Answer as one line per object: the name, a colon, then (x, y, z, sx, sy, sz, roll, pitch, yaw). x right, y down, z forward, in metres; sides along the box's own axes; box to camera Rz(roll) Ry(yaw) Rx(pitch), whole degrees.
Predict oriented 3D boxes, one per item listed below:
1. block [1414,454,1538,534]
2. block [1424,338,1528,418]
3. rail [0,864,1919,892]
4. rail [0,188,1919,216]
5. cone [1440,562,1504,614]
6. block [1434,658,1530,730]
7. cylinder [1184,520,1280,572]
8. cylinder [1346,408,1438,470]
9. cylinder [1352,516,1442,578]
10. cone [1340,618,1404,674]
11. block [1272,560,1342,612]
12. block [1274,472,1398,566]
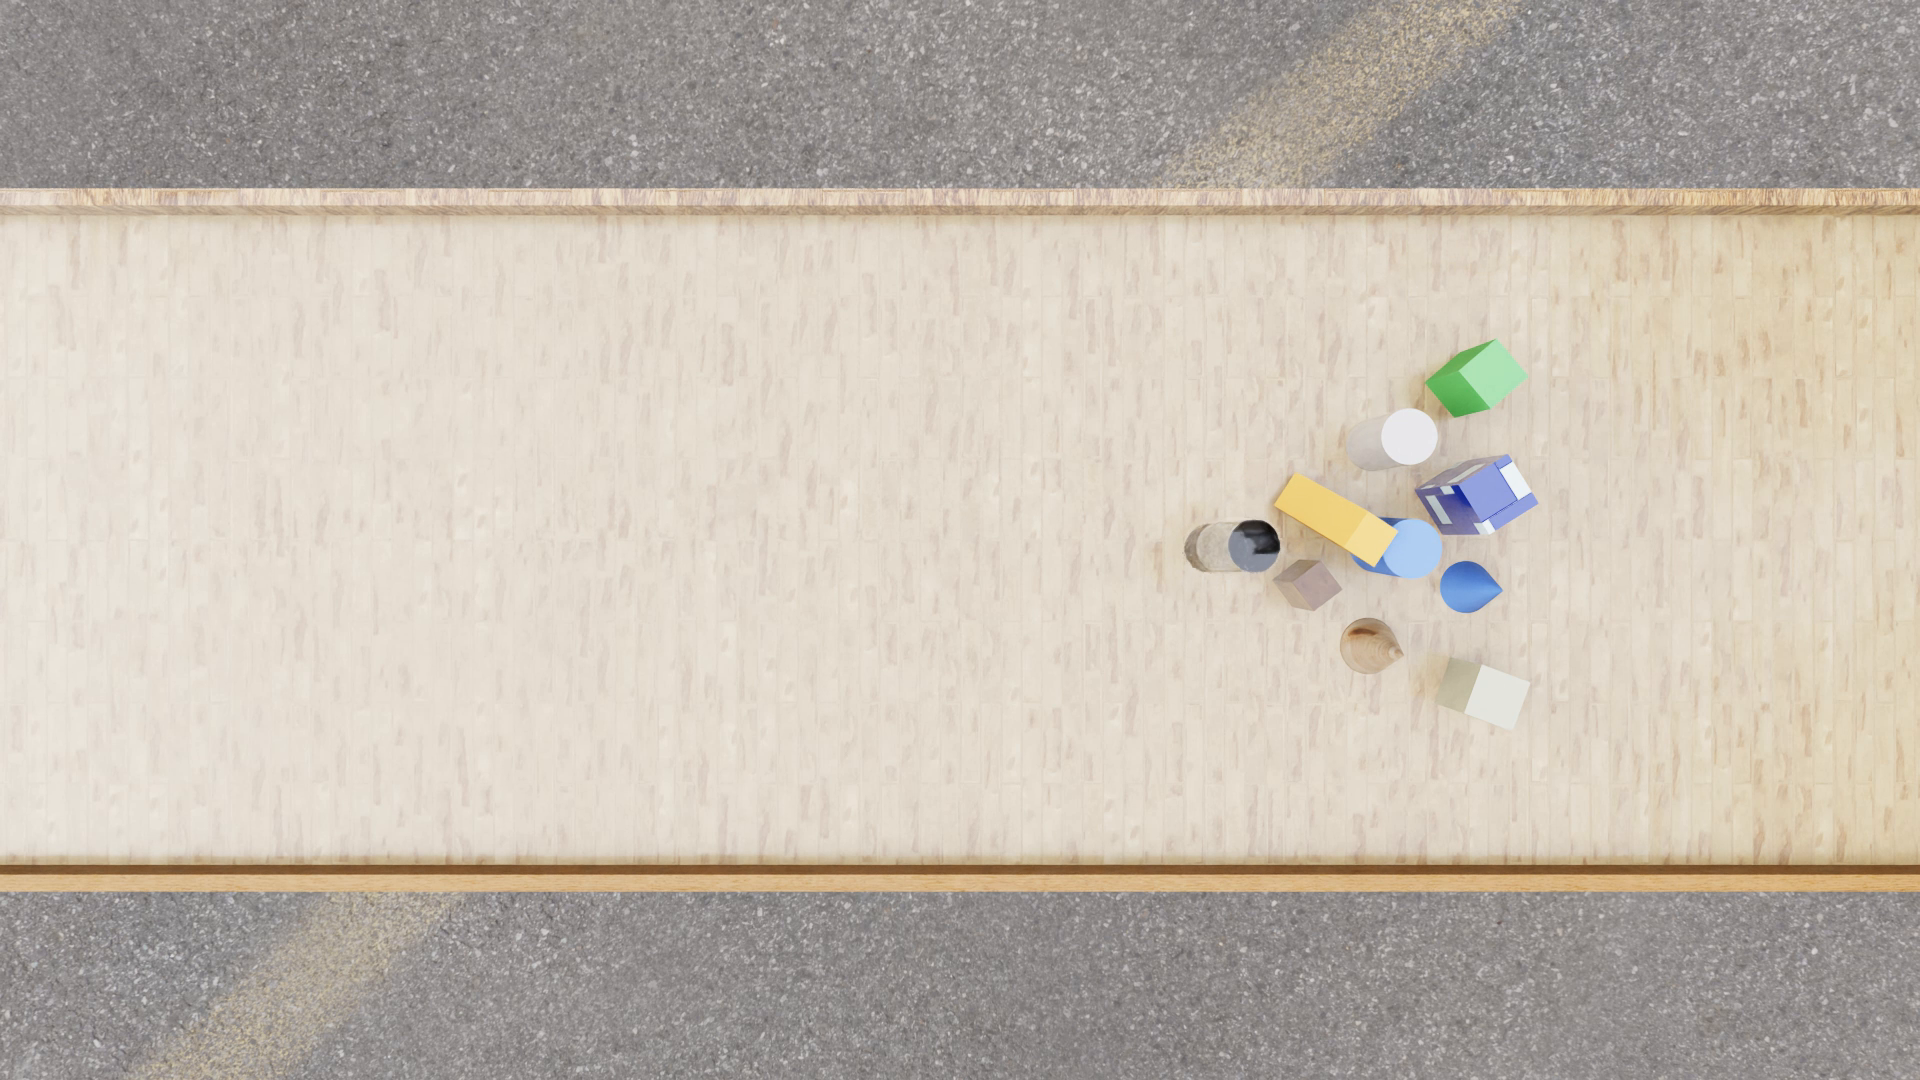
block: (1.511, -0.128, 4.851, 0.164, 0.451, 0.164, -32, 90, 0)
block: (1.530, -0.477, 4.902, 0.143, 0.349, 0.143, -40, 90, 0)
rail: (-2.247, 1.025, 5.001, 12.000, 0.150, 0.050, 0, 90, 0)
rail: (-2.247, -1.025, 5.002, 12.000, 0.150, 0.050, 0, 90, 0)
cone: (1.558, 0.145, 4.901, 0.161, 0.351, 0.161, 0, 90, 0)
block: (1.555, 0.457, 4.924, 0.150, 0.304, 0.150, 20, 90, 0)
cylinder: (0.794, 0.021, 4.842, 0.150, 0.453, 0.150, 0, 89, -8)
cylinder: (1.268, -0.292, 4.864, 0.159, 0.425, 0.159, 0, 90, 0)
cylinder: (1.287, 0.020, 4.890, 0.172, 0.366, 0.172, 0, 92, -1)
cone: (1.256, 0.326, 4.869, 0.175, 0.414, 0.175, 0, 90, 0)
block: (1.033, 0.133, 4.922, 0.105, 0.309, 0.105, -37, 90, 0)
block: (1.098, -0.065, 4.847, 0.121, 0.435, 0.121, 30, 97, -23)
